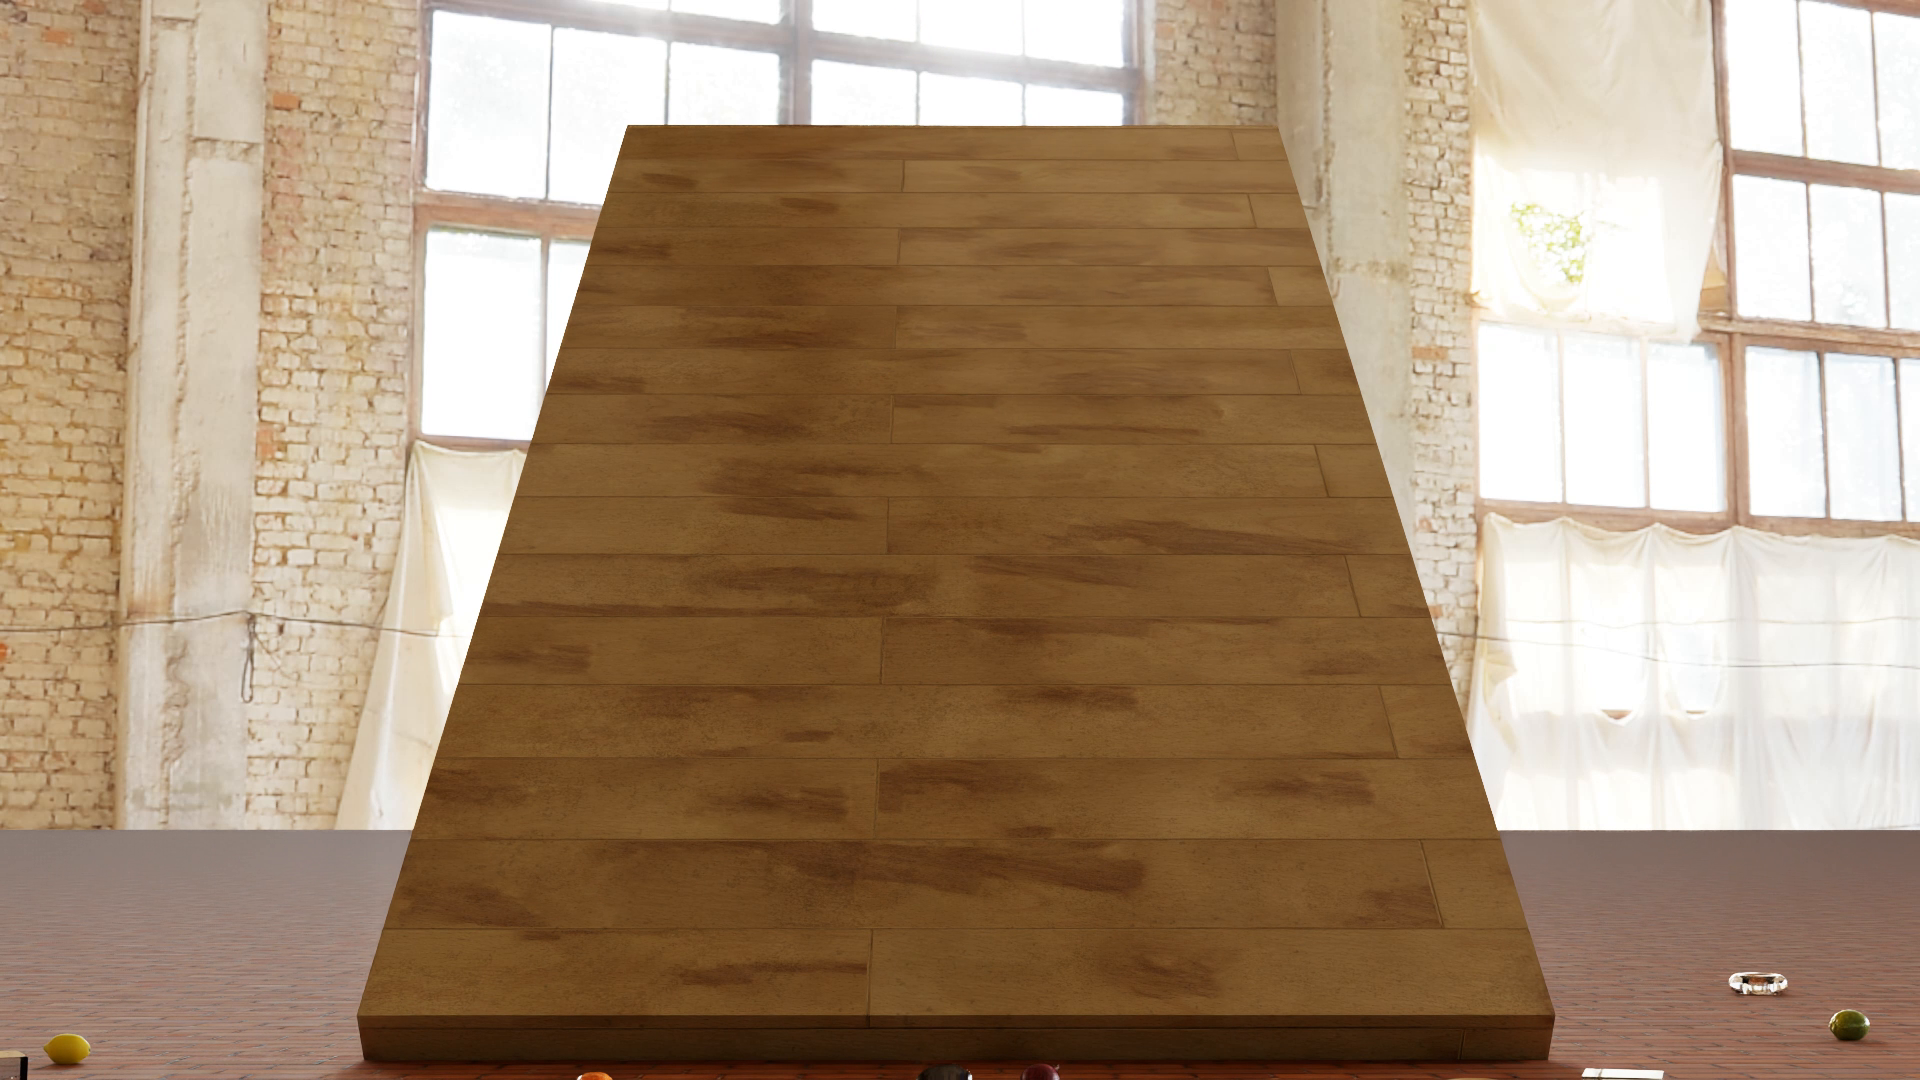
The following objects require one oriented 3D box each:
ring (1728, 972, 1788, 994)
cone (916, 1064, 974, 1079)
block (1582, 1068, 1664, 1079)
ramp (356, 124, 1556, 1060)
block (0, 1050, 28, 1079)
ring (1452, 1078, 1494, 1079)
[{"bbox_3d":[1.879,1.045,5.729,0.134,0.045,0.134,0,-5,0],"label":"ring"},{"bbox_3d":[-0.018,0.751,3.193,0.090,0.090,0.090,1,20,-6],"label":"cone"},{"bbox_3d":[0.810,0.698,2.967,0.093,0.093,0.093,-2,-7,17],"label":"block"},{"bbox_3d":[-0.014,-0.199,5.796,2.000,0.100,4.000,0,31,0],"label":"ramp"},{"bbox_3d":[-1.270,0.718,3.155,0.098,0.098,0.098,4,-8,-28],"label":"block"},{"bbox_3d":[0.731,0.785,3.459,0.103,0.034,0.103,-1,-8,0],"label":"ring"}]
